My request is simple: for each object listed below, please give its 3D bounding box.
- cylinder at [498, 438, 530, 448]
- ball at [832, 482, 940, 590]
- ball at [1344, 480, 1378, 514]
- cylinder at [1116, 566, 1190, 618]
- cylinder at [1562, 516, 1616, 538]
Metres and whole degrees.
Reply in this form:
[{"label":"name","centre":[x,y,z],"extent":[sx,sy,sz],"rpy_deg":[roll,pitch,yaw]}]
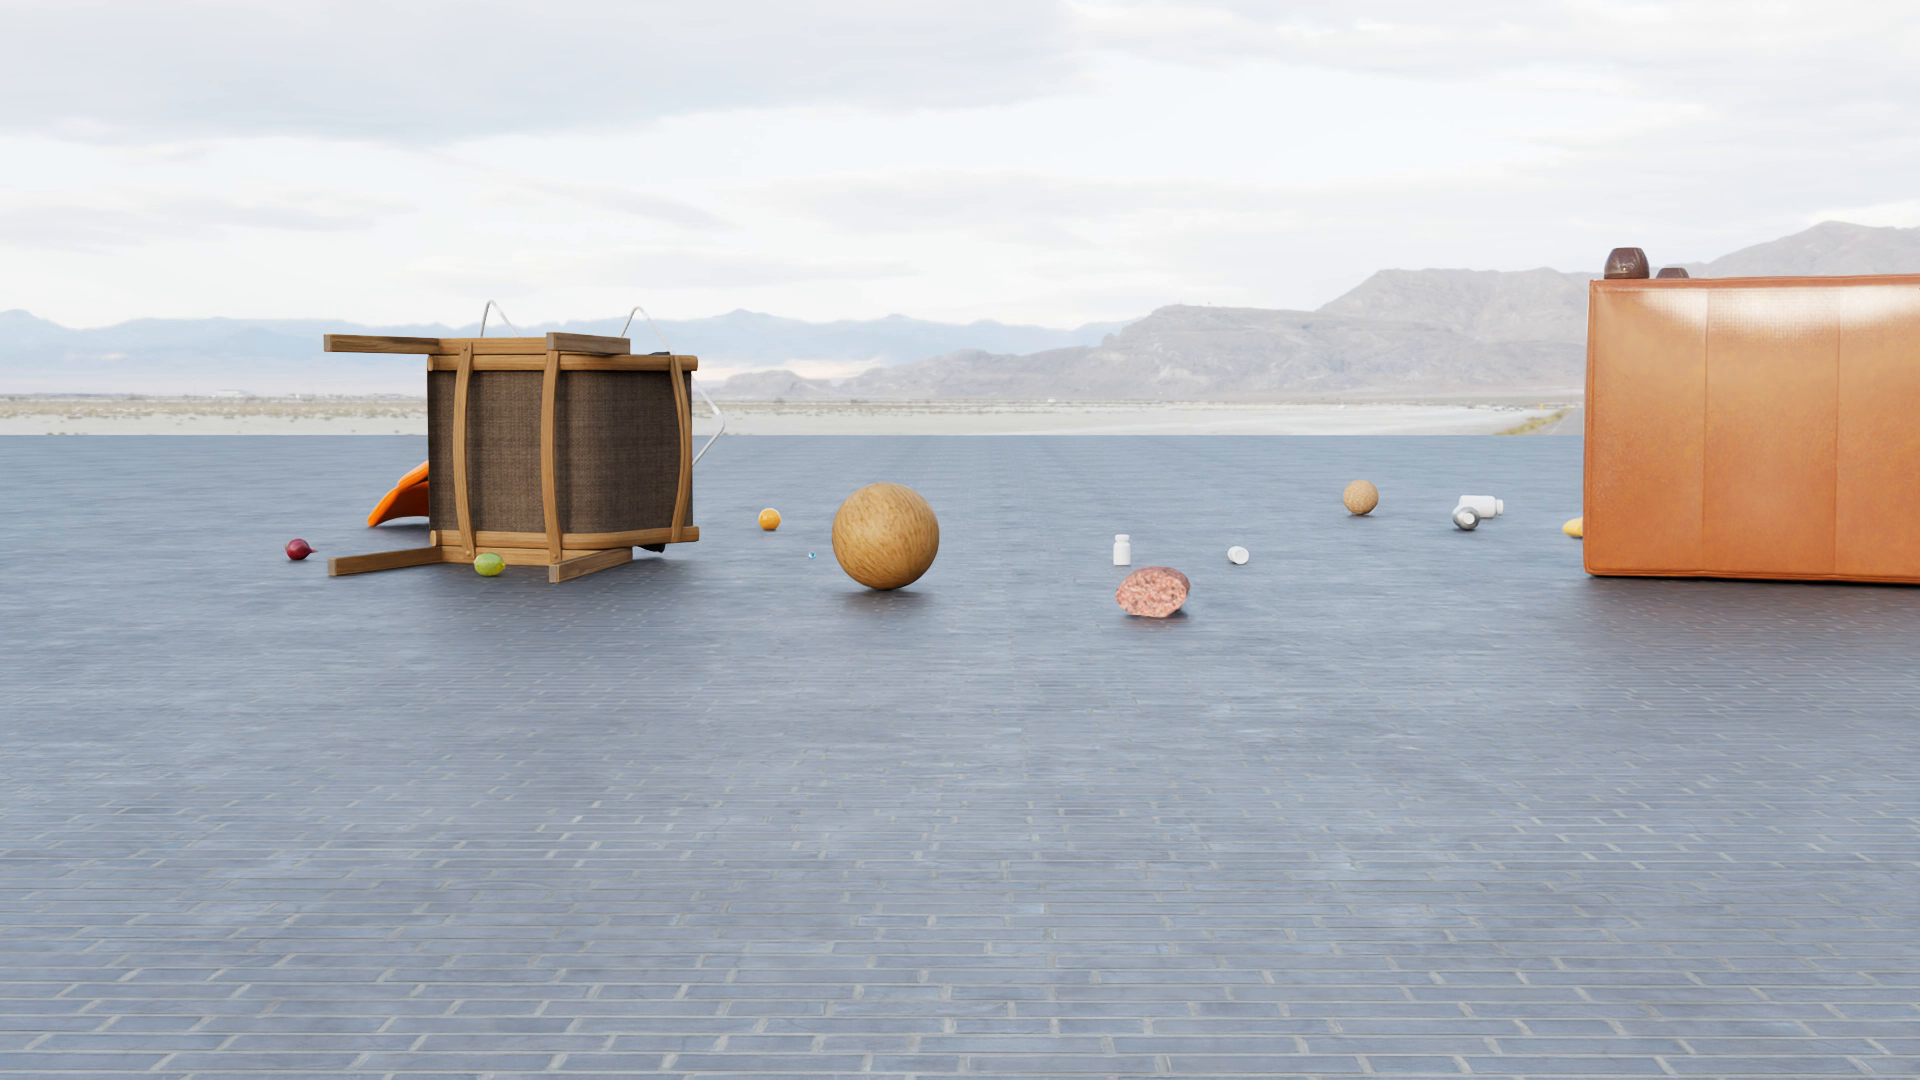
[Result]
[{"label":"cylinder","centre":[-3.407,-0.741,16.812],"extent":[0.176,0.072,0.192],"rpy_deg":[-3,7,-35]},{"label":"ball","centre":[-0.166,-0.009,4.914],"extent":[0.242,0.242,0.242],"rpy_deg":[0,4,0]},{"label":"ball","centre":[1.434,-0.154,7.867],"extent":[0.126,0.126,0.126],"rpy_deg":[0,4,0]},{"label":"cylinder","centre":[0.388,0.103,4.405],"extent":[0.138,0.088,0.163],"rpy_deg":[-3,3,9]},{"label":"cylinder","centre":[1.909,-0.038,6.665],"extent":[0.130,0.058,0.092],"rpy_deg":[-6,5,-12]}]
